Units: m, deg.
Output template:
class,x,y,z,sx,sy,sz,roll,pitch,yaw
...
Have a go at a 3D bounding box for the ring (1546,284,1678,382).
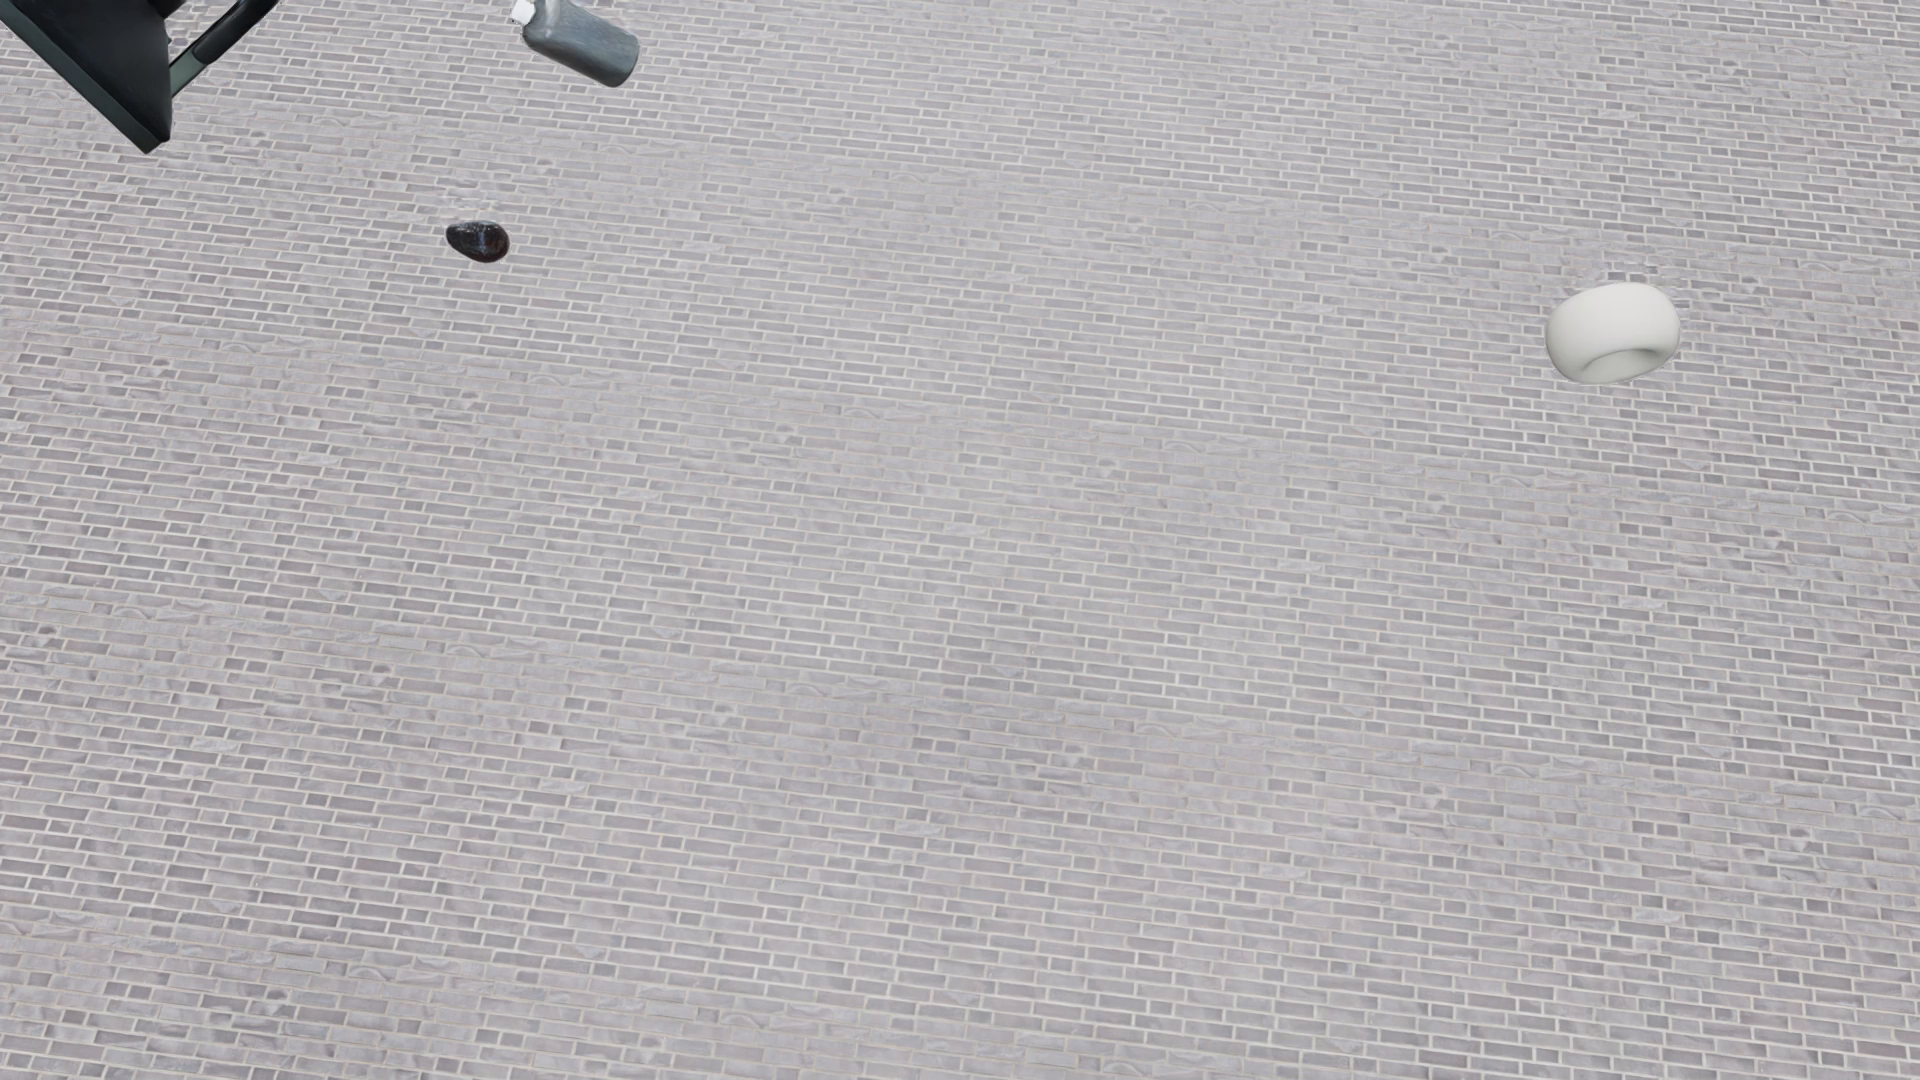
class,x,y,z,sx,sy,sz,roll,pitch,yaw
ring,1.353,-0.427,4.562,0.284,0.259,0.144,3,68,-34
